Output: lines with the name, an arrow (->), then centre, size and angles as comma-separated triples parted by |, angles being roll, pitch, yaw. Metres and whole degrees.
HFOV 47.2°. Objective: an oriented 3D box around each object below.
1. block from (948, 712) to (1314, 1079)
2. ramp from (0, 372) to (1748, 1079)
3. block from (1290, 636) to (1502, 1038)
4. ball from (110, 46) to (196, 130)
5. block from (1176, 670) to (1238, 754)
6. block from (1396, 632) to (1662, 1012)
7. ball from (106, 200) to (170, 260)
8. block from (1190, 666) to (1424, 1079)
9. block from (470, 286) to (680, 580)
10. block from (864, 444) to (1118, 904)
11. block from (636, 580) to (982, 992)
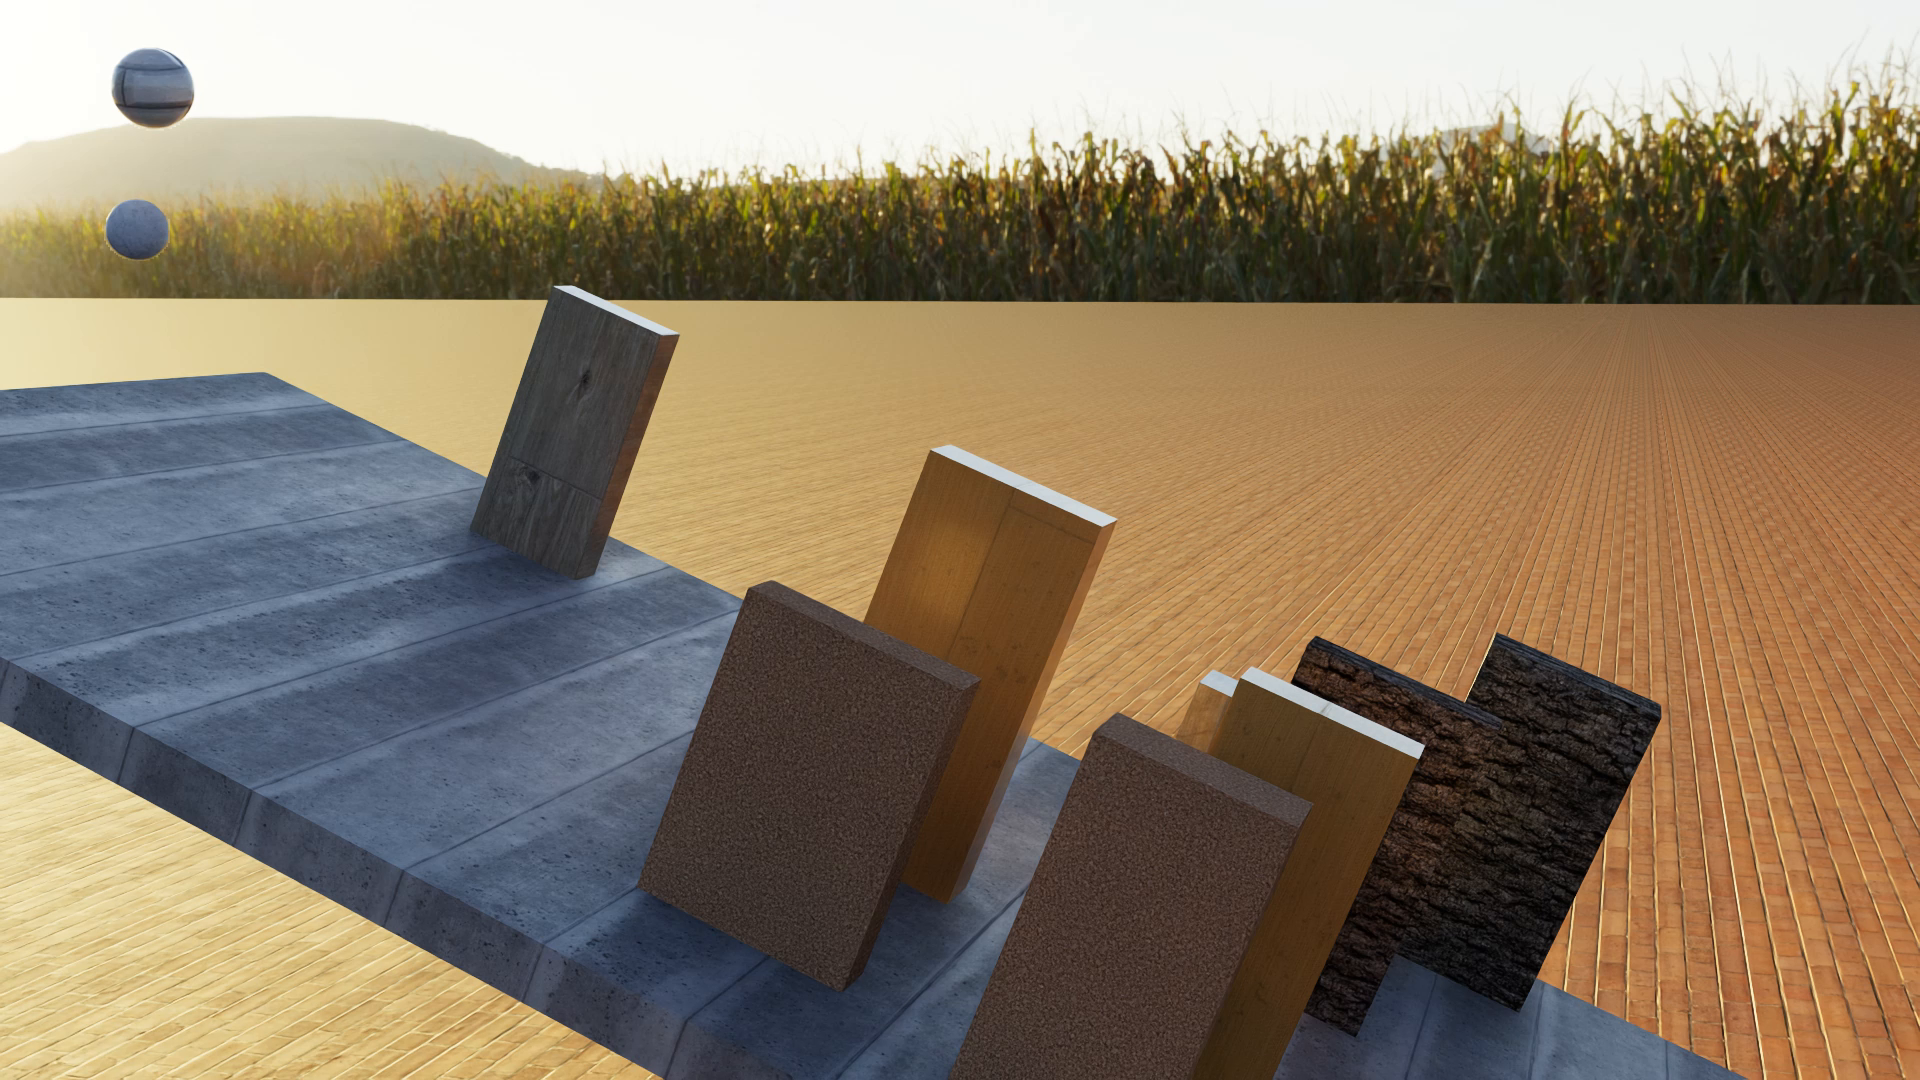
block -> 0.247, 0.603, 3.253 | 0.319, 0.602, 0.149 | 25, 13, 13
ramp -> -0.306, 0.543, 4.194 | 4.000, 0.100, 2.000 | 25, 13, 13
block -> 0.702, 0.552, 4.112 | 0.372, 0.643, 0.108 | 25, 13, 13
ball -> -1.676, -0.938, 4.566 | 0.167, 0.167, 0.167 | 0, 7, 0
block -> 0.586, 0.555, 4.349 | 0.406, 0.451, 0.145 | 25, 13, 13
block -> 1.144, 0.587, 4.591 | 0.361, 0.687, 0.148 | 25, 13, 13
ball -> -1.764, -0.666, 4.717 | 0.129, 0.129, 0.129 | 0, 7, 0
block -> 0.469, 0.578, 3.552 | 0.301, 0.676, 0.105 | 25, 13, 13
block -> -0.866, -0.240, 4.933 | 0.282, 0.592, 0.096 | 25, 13, 13
block -> -0.020, 0.242, 3.971 | 0.336, 0.749, 0.121 | 25, 13, 13
block -> -0.244, 0.388, 3.491 | 0.379, 0.535, 0.099 | 25, 13, 13
